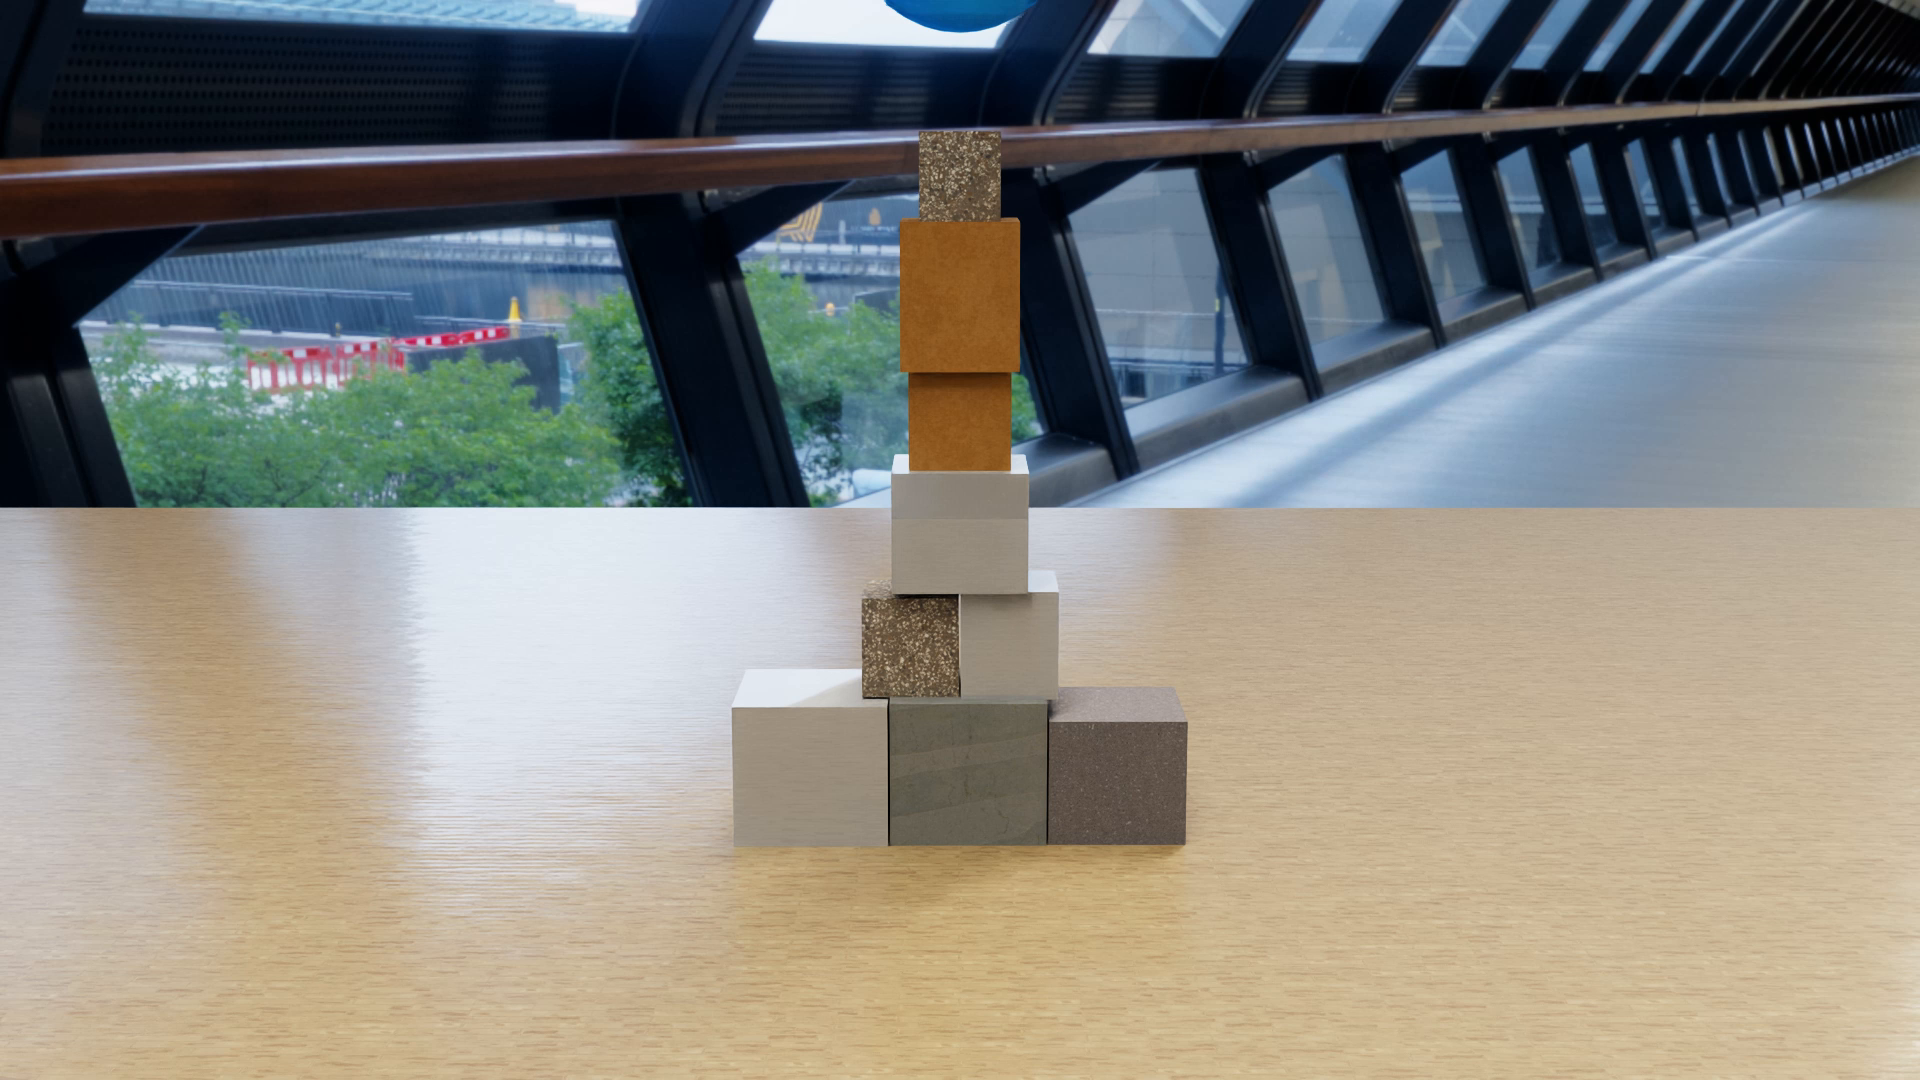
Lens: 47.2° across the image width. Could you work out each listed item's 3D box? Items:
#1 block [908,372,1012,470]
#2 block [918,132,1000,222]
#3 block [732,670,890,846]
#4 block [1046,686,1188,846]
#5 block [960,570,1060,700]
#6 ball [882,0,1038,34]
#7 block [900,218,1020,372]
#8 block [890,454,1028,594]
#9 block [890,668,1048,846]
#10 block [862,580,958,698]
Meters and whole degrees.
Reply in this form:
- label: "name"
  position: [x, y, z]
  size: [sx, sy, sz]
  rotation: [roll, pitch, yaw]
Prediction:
- label: "block"
  position: [0.000, -0.627, 11.064]
  size: [0.506, 0.495, 0.459]
  rotation: [0, 10, 0]
- label: "block"
  position: [-0.001, -1.795, 10.840]
  size: [0.396, 0.431, 0.414]
  rotation: [0, 10, 0]
- label: "block"
  position: [-0.750, 1.117, 11.400]
  size: [0.775, 0.724, 0.797]
  rotation: [0, 10, 0]
- label: "block"
  position: [0.792, 1.160, 11.391]
  size: [0.692, 0.642, 0.712]
  rotation: [0, 10, 0]
- label: "block"
  position: [0.249, 0.481, 11.268]
  size: [0.490, 0.551, 0.551]
  rotation: [0, 10, 0]
- label: "ball"
  position: [0.000, -4.420, 15.616]
  size: [1.600, 1.600, 1.600]
  rotation: [0, 10, 0]
- label: "block"
  position: [0.000, -1.232, 10.975]
  size: [0.582, 0.726, 0.621]
  rotation: [0, 10, 0]
- label: "block"
  position: [0.000, -0.088, 11.168]
  size: [0.677, 0.604, 0.659]
  rotation: [0, 10, 0]
- label: "block"
  position: [0.042, 1.110, 11.401]
  size: [0.788, 0.736, 0.765]
  rotation: [0, 10, 0]
- label: "block"
  position: [-0.250, 0.500, 11.285]
  size: [0.487, 0.507, 0.482]
  rotation: [0, 10, 0]
